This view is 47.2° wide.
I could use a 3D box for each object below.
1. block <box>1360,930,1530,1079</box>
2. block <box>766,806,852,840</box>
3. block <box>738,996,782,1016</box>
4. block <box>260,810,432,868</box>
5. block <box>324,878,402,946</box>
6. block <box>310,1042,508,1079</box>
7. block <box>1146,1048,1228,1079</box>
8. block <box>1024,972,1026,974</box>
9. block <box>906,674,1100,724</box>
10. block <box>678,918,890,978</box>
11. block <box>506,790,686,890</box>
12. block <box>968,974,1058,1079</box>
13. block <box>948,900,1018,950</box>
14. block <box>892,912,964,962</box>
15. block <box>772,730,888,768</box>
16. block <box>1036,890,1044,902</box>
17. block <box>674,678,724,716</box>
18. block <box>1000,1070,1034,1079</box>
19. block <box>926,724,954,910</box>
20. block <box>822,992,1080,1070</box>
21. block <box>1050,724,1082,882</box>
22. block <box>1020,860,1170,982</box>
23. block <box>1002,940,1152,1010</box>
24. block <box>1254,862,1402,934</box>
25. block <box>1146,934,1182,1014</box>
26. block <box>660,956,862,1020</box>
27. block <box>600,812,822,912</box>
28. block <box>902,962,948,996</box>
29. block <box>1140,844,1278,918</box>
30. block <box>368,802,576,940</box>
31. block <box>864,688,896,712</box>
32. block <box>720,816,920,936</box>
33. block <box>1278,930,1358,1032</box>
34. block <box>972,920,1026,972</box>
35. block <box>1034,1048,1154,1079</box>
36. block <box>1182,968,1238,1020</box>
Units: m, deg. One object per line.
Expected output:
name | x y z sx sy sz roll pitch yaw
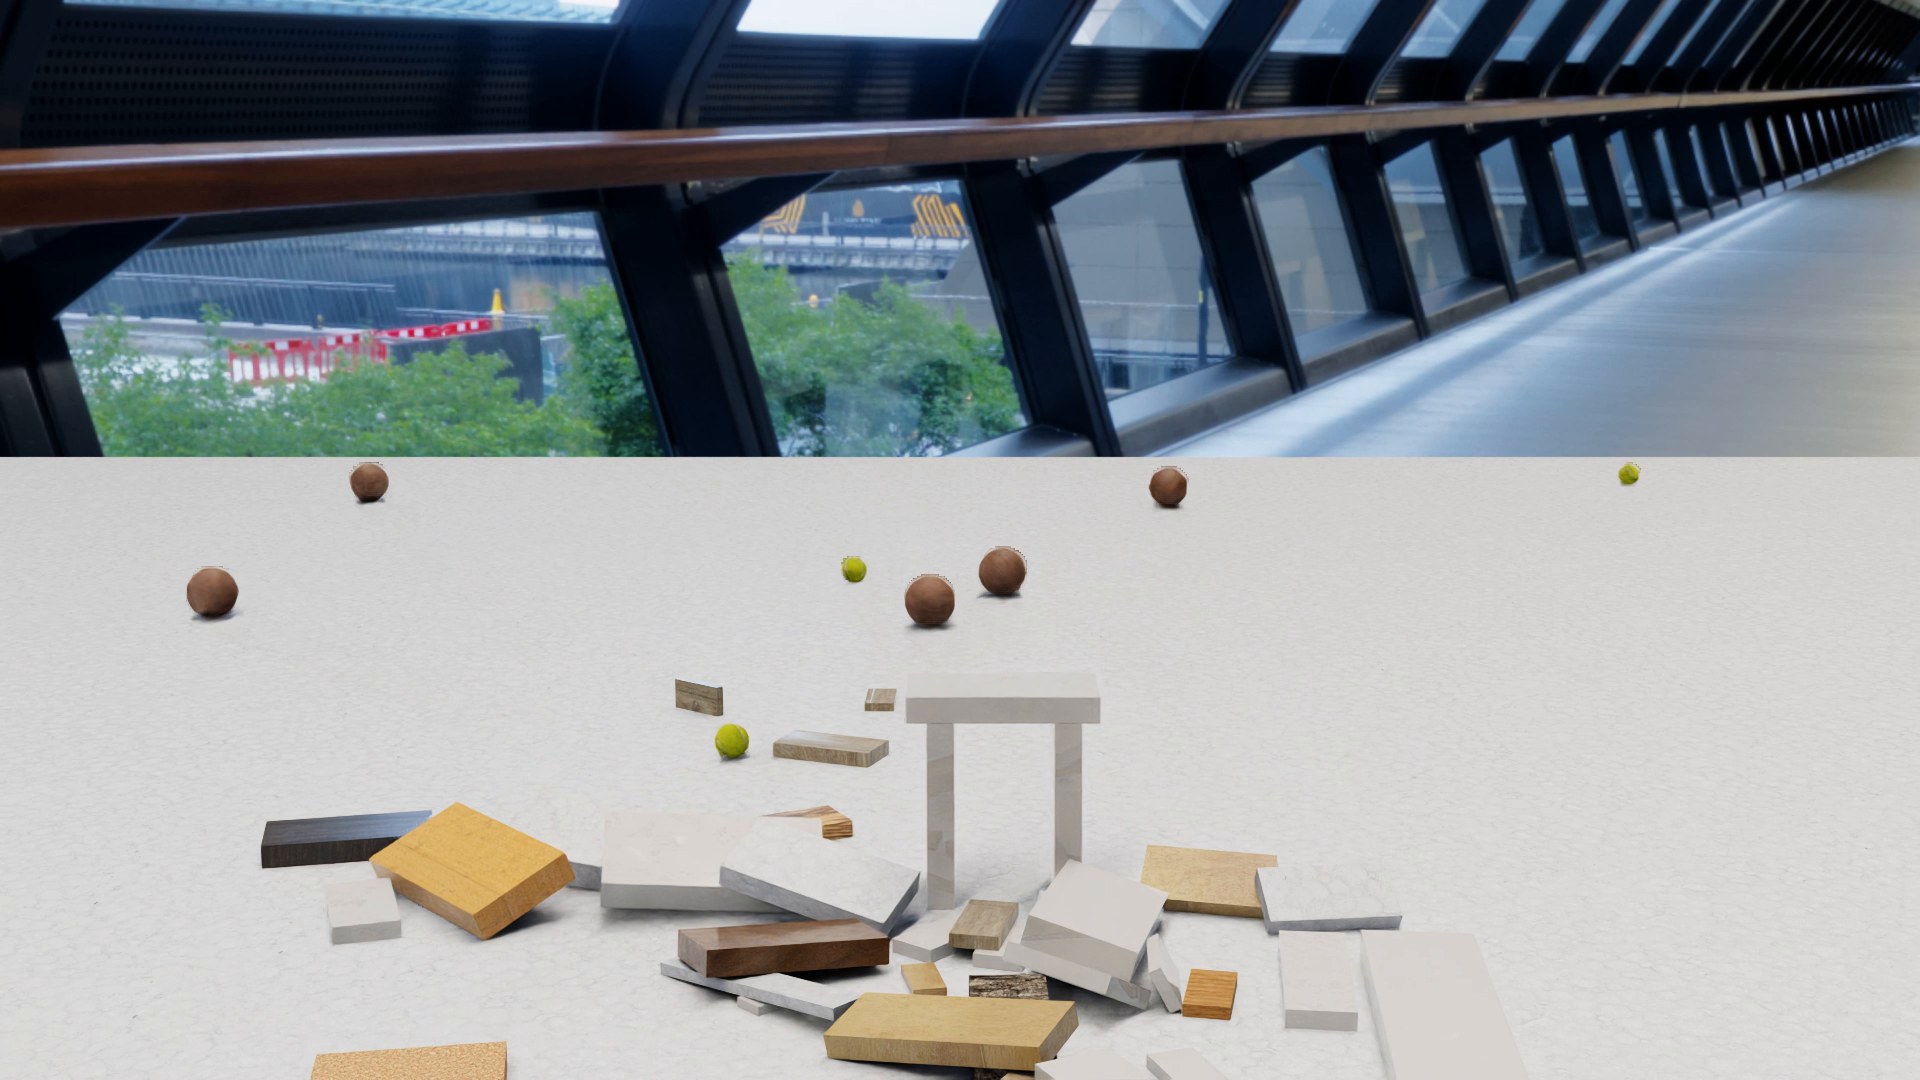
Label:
block | 0.648 0.722 2.829 0.170 0.048 1.094 1 11 5
block | -0.311 0.521 3.960 0.211 0.030 0.105 -6 12 -27
block | -0.269 0.668 3.209 0.101 0.014 0.050 -9 14 -41
block | -1.081 0.528 3.890 0.287 0.041 0.144 -2 11 -13
block | -0.964 0.598 3.547 0.105 0.030 0.211 -4 11 -18
block | -0.728 0.713 2.909 0.249 0.035 0.125 -2 11 -10
block | 0.309 0.717 2.933 0.069 0.020 0.138 -4 11 -19
block | 0.089 0.664 3.230 0.050 0.014 0.101 -4 11 -18
block | 0.069 0.260 3.611 0.313 0.044 0.157 0 11 0
block | -0.266 0.614 3.316 0.287 0.041 0.144 1 2 -24
block | -0.610 0.519 3.752 0.359 0.051 0.180 6 29 22
block | 0.072 0.679 3.061 0.111 0.031 0.276 0 14 -1
block | 0.038 0.600 3.433 0.078 0.022 0.156 2 11 12
block | -0.025 0.621 3.440 0.078 0.022 0.156 9 14 39
block | -0.263 0.425 4.478 0.211 0.030 0.105 4 11 21
block | 0.173 0.607 3.431 0.101 0.029 0.203 15 10 -3
block | -0.572 0.344 4.820 0.129 0.064 0.018 8 13 37
block | 0.146 0.732 2.818 0.222 0.031 0.111 6 12 28
block | -0.033 0.436 3.642 0.044 0.313 0.157 0 11 -1
block | -0.013 0.667 2.992 0.326 0.035 0.125 -4 16 27
block | 0.176 0.436 3.642 0.044 0.313 0.157 0 11 0
block | 0.212 0.582 3.390 0.170 0.048 0.340 18 9 11
block | 0.170 0.636 3.214 0.203 0.029 0.101 9 -15 44
block | 0.590 0.574 3.528 0.215 0.030 0.108 -1 43 -7
block | 0.300 0.636 3.231 0.020 0.069 0.138 -27 8 8
block | -0.293 0.650 3.217 0.369 0.018 0.064 3 10 42
block | -0.405 0.528 3.610 0.359 0.051 0.180 3 32 -9
block | -0.054 0.656 3.275 0.050 0.014 0.101 -2 11 -12
block | 0.406 0.560 3.602 0.215 0.030 0.108 3 44 14
block | -0.808 0.541 3.625 0.180 0.051 0.359 -34 28 -32
block | -0.176 0.355 4.885 0.064 0.018 0.129 0 11 1
block | -0.225 0.543 3.532 0.287 0.041 0.144 17 32 17
block | 0.529 0.651 3.263 0.101 0.029 0.314 1 11 6
block | 0.079 0.627 3.407 0.078 0.022 0.156 3 11 16
block | 0.198 0.707 2.779 0.111 0.031 0.222 -5 12 -27
block | 0.366 0.664 3.217 0.069 0.020 0.138 2 11 11
